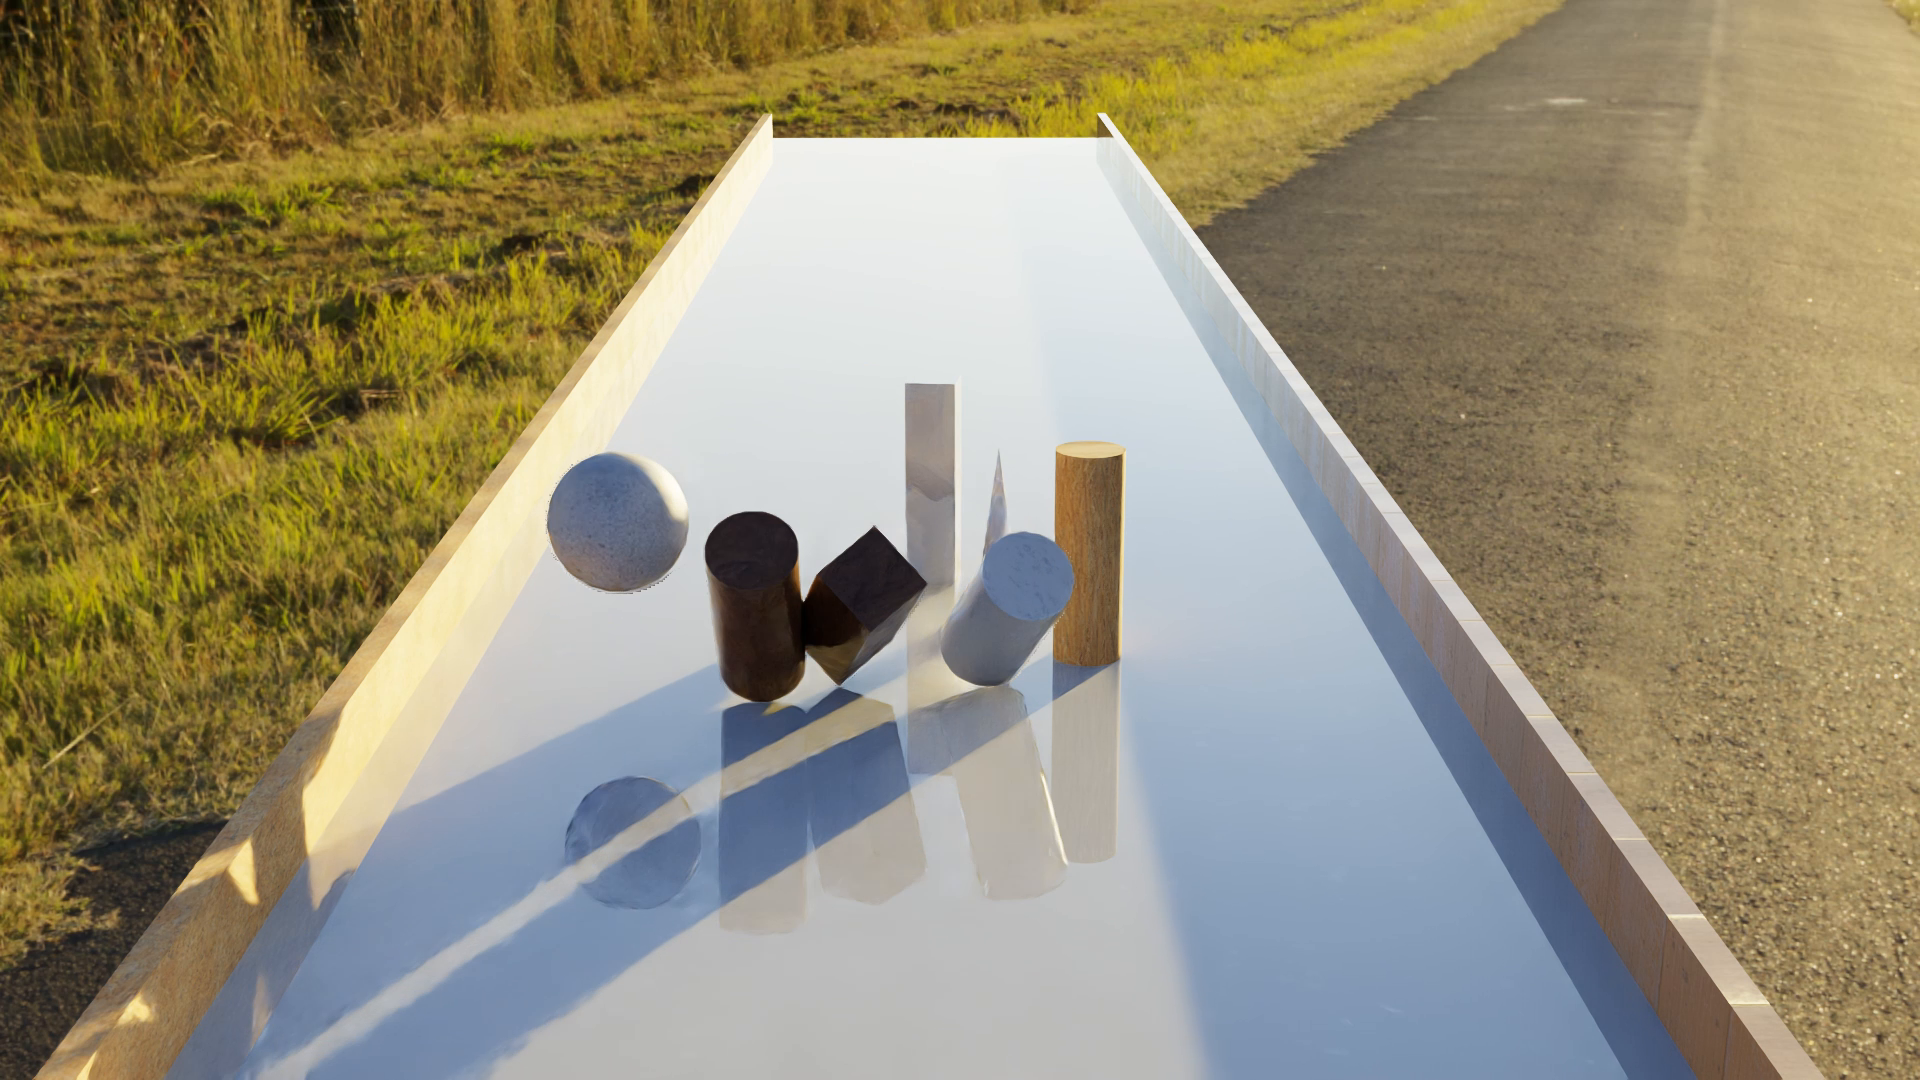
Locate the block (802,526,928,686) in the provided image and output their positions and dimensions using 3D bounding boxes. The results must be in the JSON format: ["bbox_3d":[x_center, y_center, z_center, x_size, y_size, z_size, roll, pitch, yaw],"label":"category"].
[{"bbox_3d":[-0.195,0.129,4.127,0.143,0.143,0.379,-40,-6,-21],"label":"block"}]

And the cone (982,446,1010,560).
[{"bbox_3d":[0.082,-0.022,4.664,0.101,0.364,0.101,0,17,0],"label":"cone"}]

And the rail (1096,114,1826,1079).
[{"bbox_3d":[0.932,-0.844,7.801,0.050,0.150,12.000,0,17,-1],"label":"rail"}]

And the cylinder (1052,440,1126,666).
[{"bbox_3d":[0.257,0.027,4.385,0.139,0.428,0.139,0,17,0],"label":"cylinder"}]

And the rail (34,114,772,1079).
[{"bbox_3d":[-1.118,-0.838,7.780,0.050,0.150,12.000,0,17,-1],"label":"rail"}]

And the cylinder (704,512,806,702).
[{"bbox_3d":[-0.374,0.128,4.063,0.166,0.409,0.166,1,57,-1],"label":"cylinder"}]

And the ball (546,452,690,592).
[{"bbox_3d":[-0.649,-0.035,4.178,0.267,0.267,0.267,0,17,0],"label":"ball"}]

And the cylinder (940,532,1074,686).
[{"bbox_3d":[0.084,0.135,4.130,0.171,0.171,0.379,-4,-21,-15],"label":"cylinder"}]

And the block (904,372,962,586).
[{"bbox_3d":[-0.058,-0.135,4.882,0.109,0.456,0.109,2,17,7],"label":"block"}]
